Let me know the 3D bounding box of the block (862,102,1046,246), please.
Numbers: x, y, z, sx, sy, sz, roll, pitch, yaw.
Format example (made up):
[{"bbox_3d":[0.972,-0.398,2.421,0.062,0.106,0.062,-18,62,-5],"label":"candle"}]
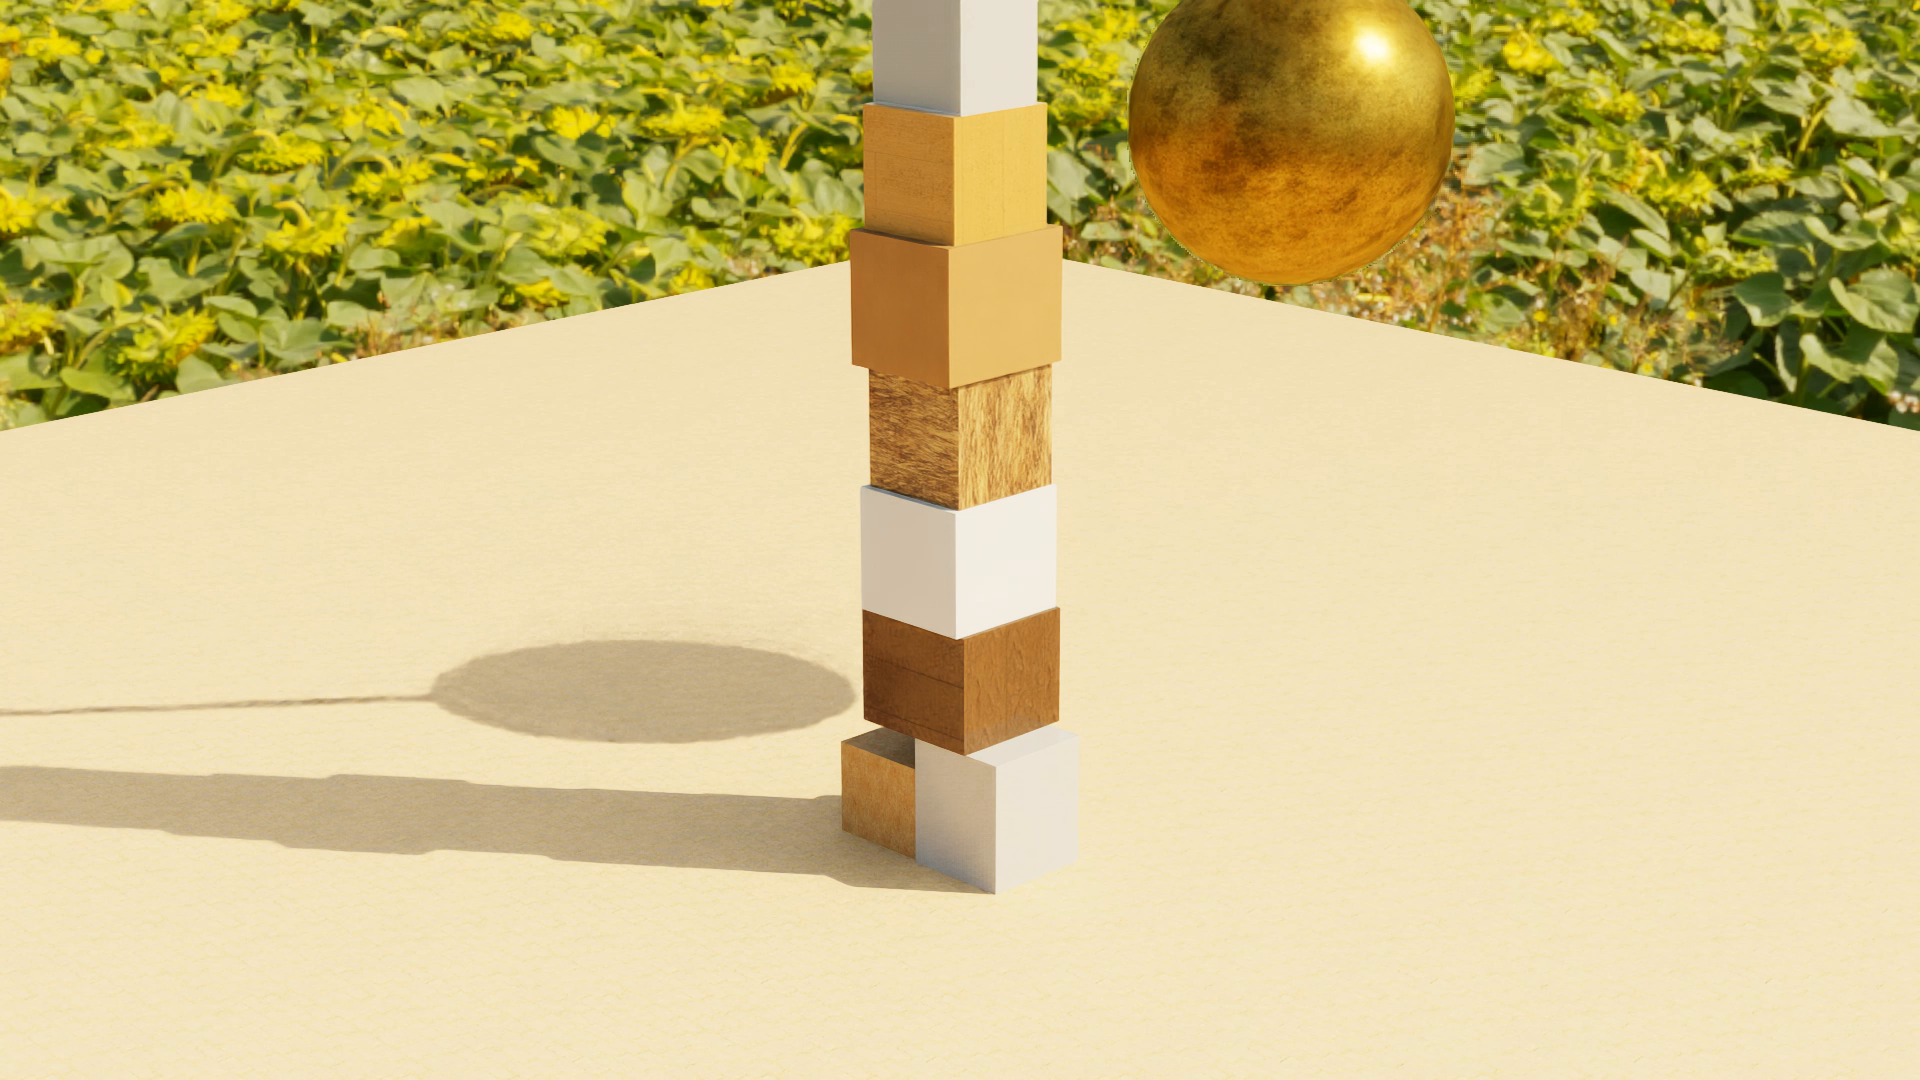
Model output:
[{"bbox_3d":[-0.022,-1.635,12.822,0.572,0.549,0.561,-17,24,-42],"label":"block"}]

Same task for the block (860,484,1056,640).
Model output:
[{"bbox_3d":[-0.007,0.032,13.350,0.645,0.581,0.614,-17,24,-42],"label":"block"}]

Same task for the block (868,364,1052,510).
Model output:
[{"bbox_3d":[0.002,-0.523,13.189,0.594,0.574,0.567,-17,24,-42],"label":"block"}]

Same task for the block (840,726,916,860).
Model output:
[{"bbox_3d":[-0.194,1.162,13.895,0.530,0.451,0.511,-17,24,-42],"label":"block"}]

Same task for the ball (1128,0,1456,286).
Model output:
[{"bbox_3d":[1.623,-2.054,14.397,1.600,1.600,1.600,0,17,0],"label":"ball"}]

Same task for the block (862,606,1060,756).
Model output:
[{"bbox_3d":[0.005,0.571,13.529,0.625,0.555,0.662,-17,24,-42],"label":"block"}]

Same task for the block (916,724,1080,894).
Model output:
[{"bbox_3d":[0.170,1.194,13.509,0.544,0.622,0.518,-17,24,-42],"label":"block"}]

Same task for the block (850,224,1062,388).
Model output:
[{"bbox_3d":[-0.016,-1.083,12.998,0.707,0.609,0.619,-17,24,-42],"label":"block"}]

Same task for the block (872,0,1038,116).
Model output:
[{"bbox_3d":[-0.024,-2.155,12.660,0.466,0.541,0.540,-17,24,-42],"label":"block"}]
